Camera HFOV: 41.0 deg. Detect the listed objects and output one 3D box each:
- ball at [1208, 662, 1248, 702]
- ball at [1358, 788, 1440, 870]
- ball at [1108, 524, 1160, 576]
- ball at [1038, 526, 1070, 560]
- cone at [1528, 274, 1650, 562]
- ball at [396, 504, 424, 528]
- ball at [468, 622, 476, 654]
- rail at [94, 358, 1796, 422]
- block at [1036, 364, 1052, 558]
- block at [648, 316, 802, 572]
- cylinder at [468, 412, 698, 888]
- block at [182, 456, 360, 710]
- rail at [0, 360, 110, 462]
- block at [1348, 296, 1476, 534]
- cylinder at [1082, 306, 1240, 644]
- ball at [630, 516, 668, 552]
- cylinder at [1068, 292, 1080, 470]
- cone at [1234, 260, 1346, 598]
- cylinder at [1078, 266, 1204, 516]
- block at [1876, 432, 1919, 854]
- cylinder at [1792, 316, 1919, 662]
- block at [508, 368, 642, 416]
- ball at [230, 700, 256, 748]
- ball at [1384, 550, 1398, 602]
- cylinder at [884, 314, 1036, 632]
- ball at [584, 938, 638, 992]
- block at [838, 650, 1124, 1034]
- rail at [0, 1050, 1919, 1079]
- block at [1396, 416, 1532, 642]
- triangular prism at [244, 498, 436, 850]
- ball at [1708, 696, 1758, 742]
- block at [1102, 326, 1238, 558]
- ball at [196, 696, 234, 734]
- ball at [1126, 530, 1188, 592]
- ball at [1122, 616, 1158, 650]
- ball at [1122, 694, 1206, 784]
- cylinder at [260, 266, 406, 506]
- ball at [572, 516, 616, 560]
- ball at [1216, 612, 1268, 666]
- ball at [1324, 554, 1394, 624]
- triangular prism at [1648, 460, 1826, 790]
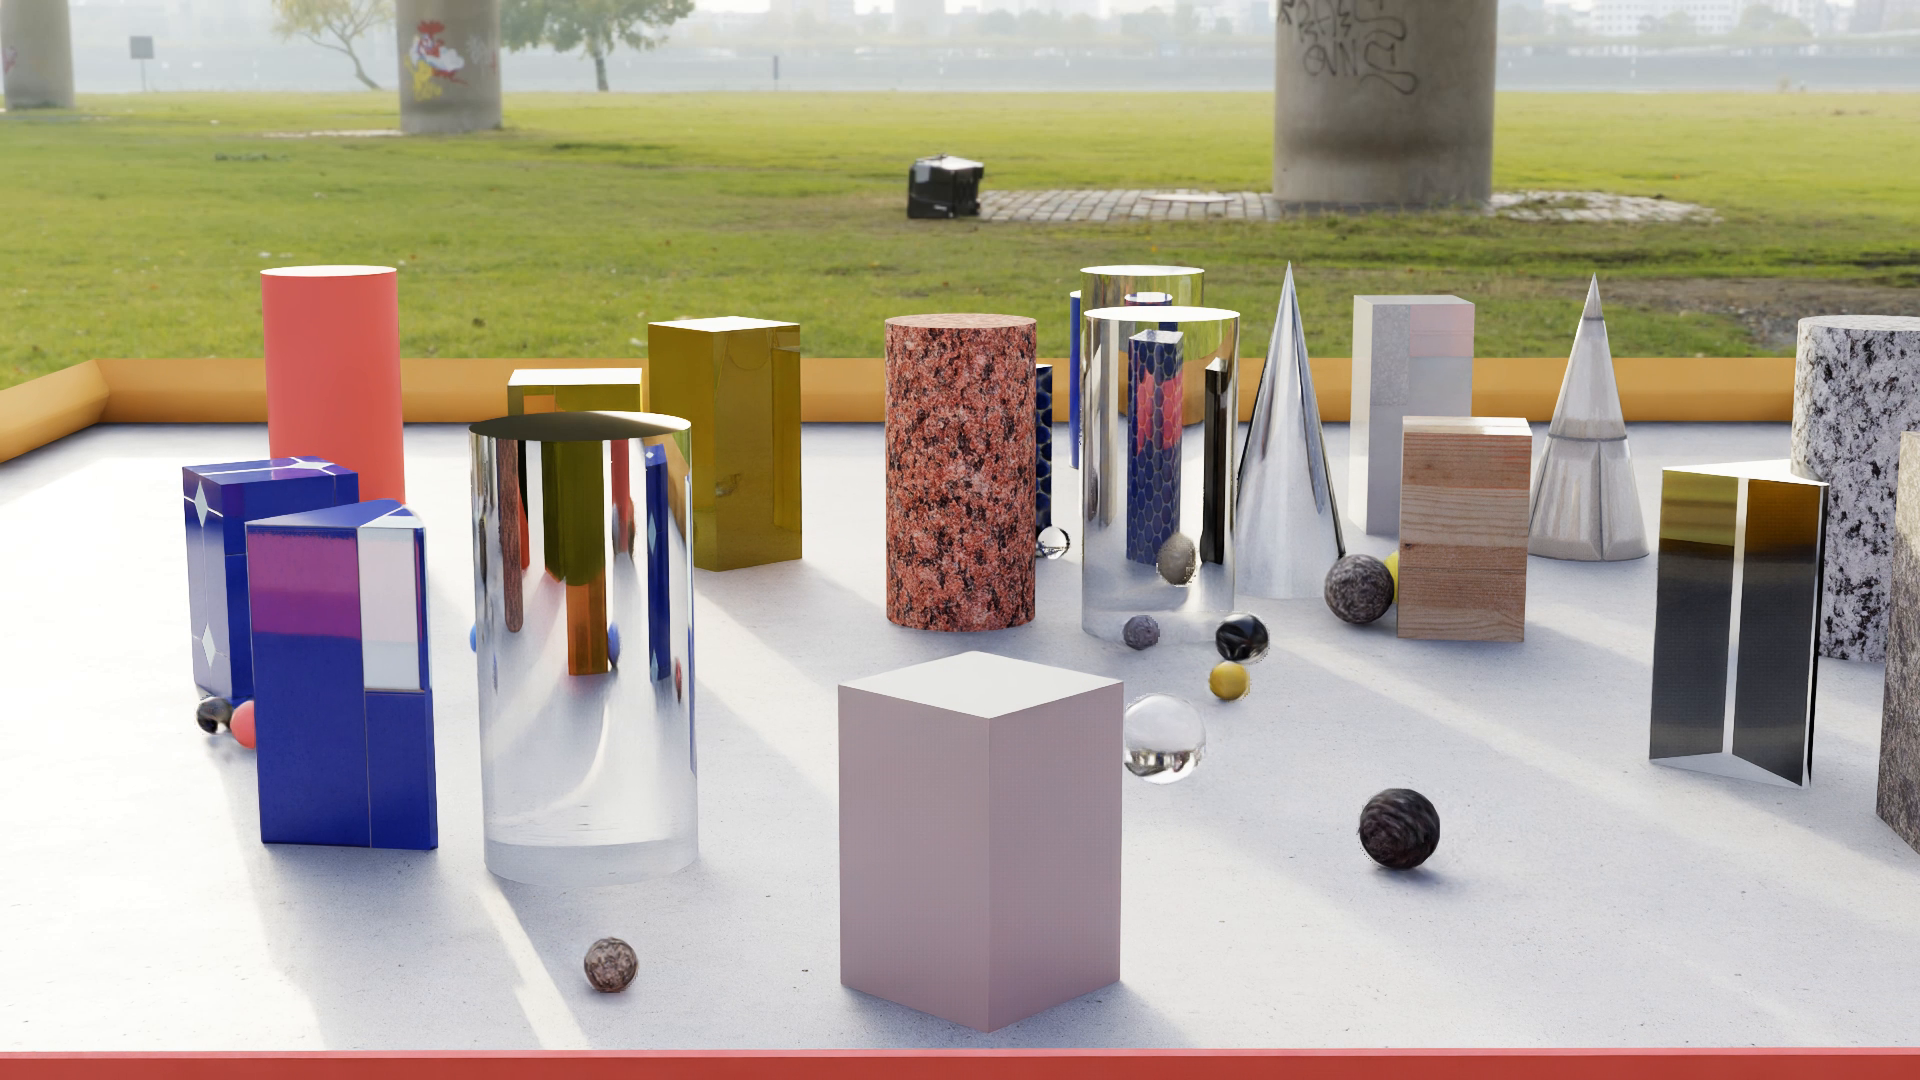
[{"bbox_3d":[0.312,0.164,2.977,0.046,0.046,0.046,0,10,0],"label":"ball"},{"bbox_3d":[0.404,0.265,2.355,0.074,0.074,0.074,0,10,0],"label":"ball"},{"bbox_3d":[0.251,0.015,3.703,0.075,0.075,0.075,0,10,0],"label":"ball"},{"bbox_3d":[0.140,0.004,3.835,0.049,0.049,0.049,0,10,0],"label":"ball"},{"bbox_3d":[0.949,-0.194,3.873,0.200,0.424,0.200,0,10,0],"label":"cone"},{"bbox_3d":[-0.842,-0.013,3.838,0.082,0.082,0.082,0,10,0],"label":"ball"},{"bbox_3d":[-0.578,0.122,3.174,0.058,0.058,0.058,0,10,0],"label":"ball"},{"bbox_3d":[-0.011,-0.307,5.289,3.553,0.130,0.045,0,10,0],"label":"rail"},{"bbox_3d":[0.025,-0.117,3.838,0.160,0.286,0.160,9,14,39],"label":"block"},{"bbox_3d":[-0.349,-0.146,3.816,0.160,0.351,0.160,-9,14,-41],"label":"block"},{"bbox_3d":[-0.345,0.095,2.364,0.200,0.404,0.200,0,10,0],"label":"cylinder"},{"bbox_3d":[-0.808,0.046,3.023,0.160,0.261,0.160,-6,12,-31],"label":"block"},{"bbox_3d":[-1.753,0.035,3.439,0.045,0.130,3.790,0,10,0],"label":"rail"},{"bbox_3d":[0.717,-0.202,4.087,0.160,0.362,0.160,0,10,-2],"label":"block"},{"bbox_3d":[0.259,-0.087,3.329,0.200,0.413,0.200,0,10,0],"label":"cylinder"},{"bbox_3d":[-0.471,-0.009,3.886,0.056,0.056,0.056,0,10,0],"label":"ball"},{"bbox_3d":[0.301,-0.293,4.707,0.200,0.317,0.200,0,10,0],"label":"cylinder"},{"bbox_3d":[0.458,-0.163,3.607,0.200,0.461,0.200,0,10,0],"label":"cone"},{"bbox_3d":[0.295,-0.239,4.180,0.200,0.401,0.200,0,10,0],"label":"cylinder"},{"bbox_3d":[0.979,0.098,2.415,0.160,0.380,0.160,1,10,3],"label":"block"},{"bbox_3d":[1.150,-0.069,3.235,0.200,0.411,0.200,0,10,0],"label":"cylinder"},{"bbox_3d":[-0.477,-0.033,3.221,0.160,0.346,0.160,-1,11,-6],"label":"block"},{"bbox_3d":[-0.761,0.199,2.772,0.052,0.052,0.052,0,10,0],"label":"ball"},{"bbox_3d":[0.612,0.050,3.513,0.075,0.075,0.075,0,10,0],"label":"ball"},{"bbox_3d":[0.001,-0.093,3.406,0.200,0.396,0.200,0,10,0],"label":"cylinder"},{"bbox_3d":[-0.279,0.338,2.046,0.042,0.042,0.042,0,10,0],"label":"ball"},{"bbox_3d":[0.017,0.234,2.044,0.160,0.247,0.160,9,14,42],"label":"block"},{"bbox_3d":[0.011,0.374,1.608,3.553,0.130,0.045,0,10,0],"label":"rail"},{"bbox_3d":[0.656,-0.017,3.349,0.160,0.268,0.160,2,11,9],"label":"block"},{"bbox_3d":[-0.570,0.124,2.472,0.173,0.308,0.150,1,11,7],"label":"triangular prism"},{"bbox_3d":[0.842,0.195,2.794,0.052,0.052,0.052,0,10,0],"label":"ball"},{"bbox_3d":[0.316,-0.152,3.902,0.160,0.331,0.160,-3,11,-13],"label":"block"},{"bbox_3d":[-0.822,0.193,2.830,0.042,0.042,0.042,0,10,0],"label":"ball"},{"bbox_3d":[0.277,0.028,3.599,0.087,0.087,0.087,0,10,0],"label":"ball"},{"bbox_3d":[0.227,0.117,3.238,0.043,0.043,0.043,0,10,0],"label":"ball"},{"bbox_3d":[0.207,0.204,2.632,0.093,0.093,0.093,0,10,0],"label":"ball"},{"bbox_3d":[-0.952,-0.199,3.907,0.200,0.422,0.200,0,10,0],"label":"cylinder"},{"bbox_3d":[-0.547,-0.003,3.830,0.064,0.064,0.064,0,10,0],"label":"ball"},{"bbox_3d":[0.347,0.122,3.156,0.065,0.065,0.065,0,10,0],"label":"ball"},{"bbox_3d":[0.526,0.064,3.387,0.093,0.093,0.093,0,10,0],"label":"ball"},{"bbox_3d":[0.844,0.079,2.698,0.173,0.314,0.150,8,13,38],"label":"triangular prism"}]
